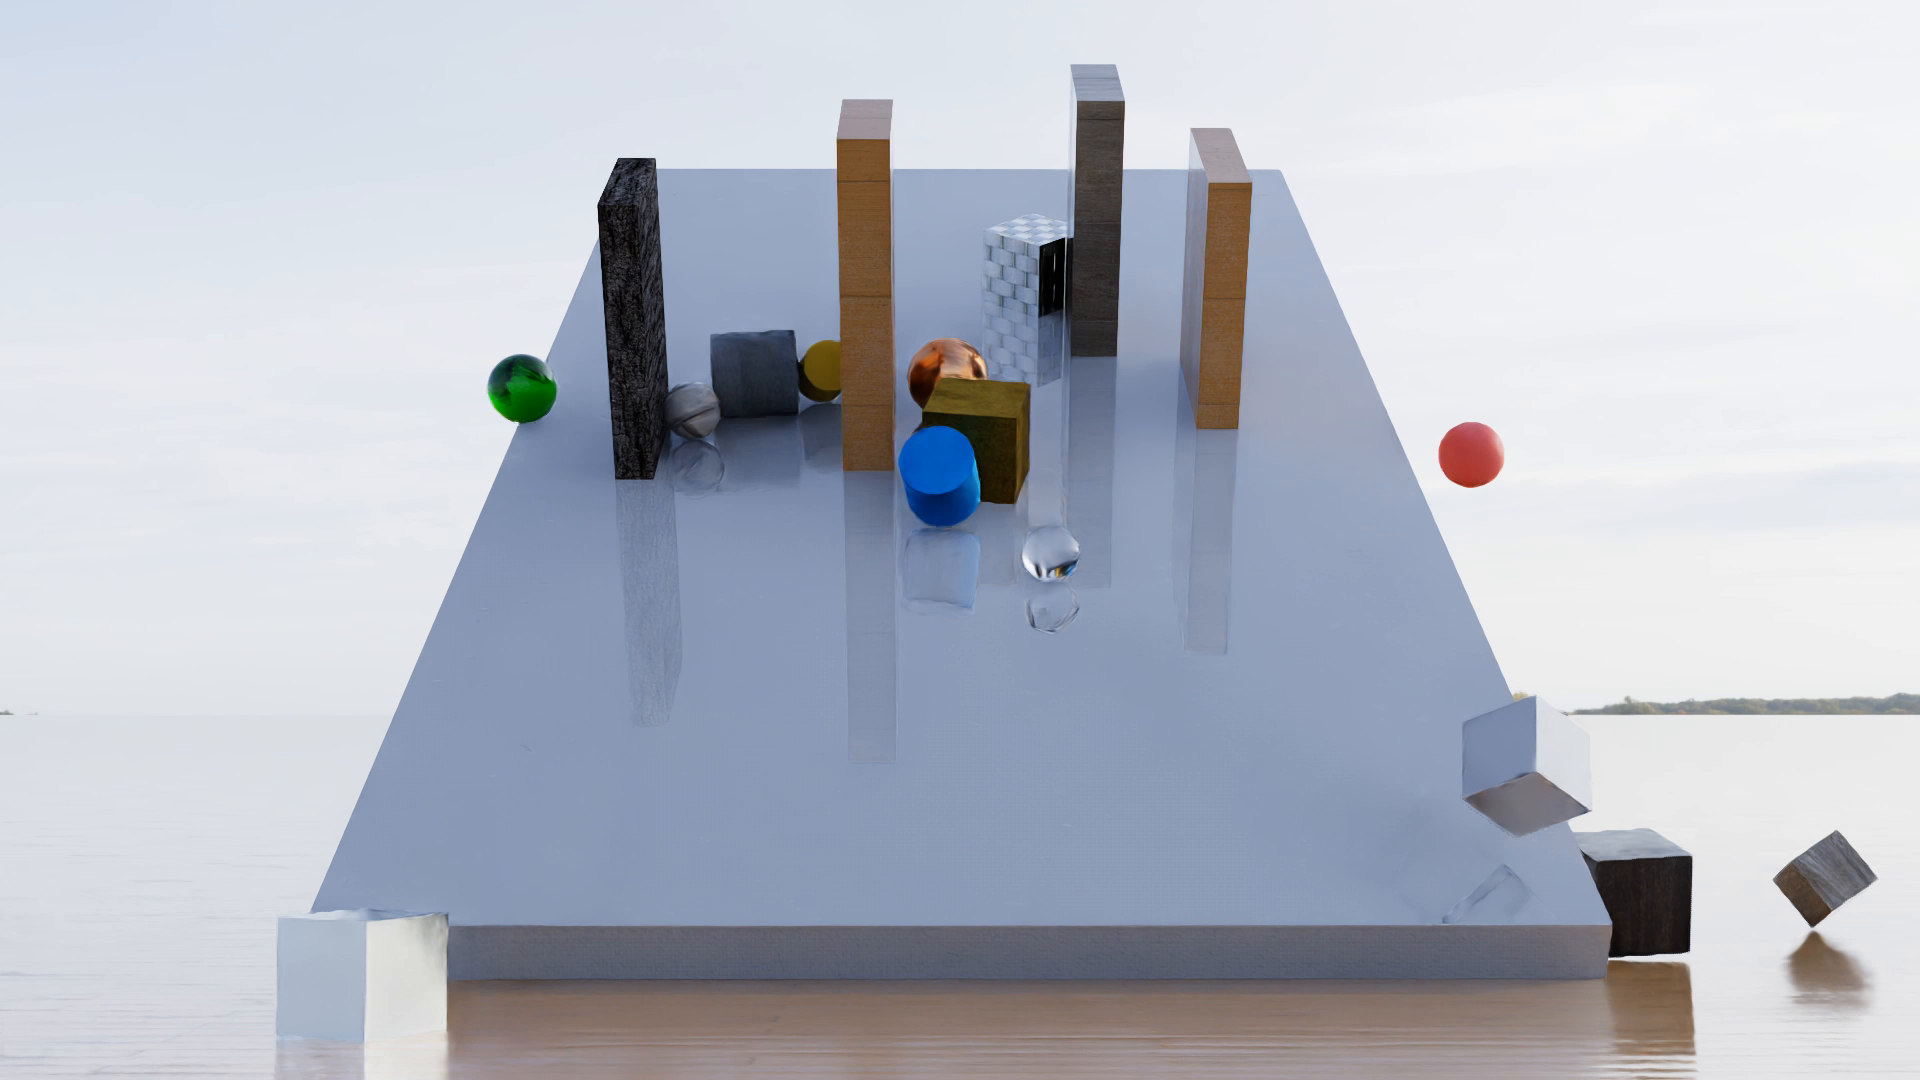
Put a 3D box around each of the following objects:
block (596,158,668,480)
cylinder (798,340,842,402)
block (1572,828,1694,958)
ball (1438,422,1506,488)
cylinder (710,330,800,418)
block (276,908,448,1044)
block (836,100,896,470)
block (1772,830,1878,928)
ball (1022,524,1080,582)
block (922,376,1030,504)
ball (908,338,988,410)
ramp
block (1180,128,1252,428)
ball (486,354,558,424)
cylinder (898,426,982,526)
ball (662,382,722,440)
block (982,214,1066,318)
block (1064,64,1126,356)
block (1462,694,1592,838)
[{"bbox_3d":[-0.706,-0.483,5.111,0.083,0.617,0.340,0,26,0],"label":"block"},{"bbox_3d":[-0.314,-0.390,5.439,0.120,0.120,0.120,1,-10,-14],"label":"cylinder"},{"bbox_3d":[1.129,0.600,4.003,0.169,0.169,0.169,-2,9,-8],"label":"block"},{"bbox_3d":[1.143,-0.191,5.249,0.147,0.147,0.147,0,-4,0],"label":"ball"},{"bbox_3d":[-0.473,-0.382,5.393,0.192,0.192,0.192,-3,-4,-7],"label":"cylinder"},{"bbox_3d":[-0.771,0.560,3.032,0.151,0.151,0.151,-2,-5,28],"label":"block"},{"bbox_3d":[-0.200,-0.555,5.118,0.110,0.742,0.313,0,26,0],"label":"block"},{"bbox_3d":[1.638,0.642,4.449,0.116,0.116,0.116,-30,-22,-14],"label":"block"},{"bbox_3d":[0.179,0.027,4.632,0.114,0.114,0.114,0,-4,0],"label":"ball"},{"bbox_3d":[0.037,-0.214,5.038,0.199,0.199,0.199,5,26,9],"label":"block"},{"bbox_3d":[-0.028,-0.371,5.382,0.185,0.185,0.185,0,-4,0],"label":"ball"},{"bbox_3d":[-0.009,-0.229,5.415,2.000,0.100,4.000,0,26,0],"label":"ramp"},{"bbox_3d":[0.586,-0.609,5.425,0.095,0.579,0.439,0,26,0],"label":"block"},{"bbox_3d":[-0.997,-0.345,5.352,0.159,0.159,0.159,0,-4,0],"label":"ball"},{"bbox_3d":[-0.040,-0.130,4.834,0.155,0.155,0.155,0,-25,6],"label":"cylinder"},{"bbox_3d":[-0.600,-0.290,5.258,0.130,0.130,0.130,0,-4,0],"label":"ball"},{"bbox_3d":[0.194,-0.713,6.089,0.193,0.193,0.193,22,33,38],"label":"block"},{"bbox_3d":[0.328,-0.813,5.783,0.113,0.638,0.345,0,26,0],"label":"block"},{"bbox_3d":[0.896,0.358,3.718,0.142,0.142,0.142,34,-43,-29],"label":"block"}]
